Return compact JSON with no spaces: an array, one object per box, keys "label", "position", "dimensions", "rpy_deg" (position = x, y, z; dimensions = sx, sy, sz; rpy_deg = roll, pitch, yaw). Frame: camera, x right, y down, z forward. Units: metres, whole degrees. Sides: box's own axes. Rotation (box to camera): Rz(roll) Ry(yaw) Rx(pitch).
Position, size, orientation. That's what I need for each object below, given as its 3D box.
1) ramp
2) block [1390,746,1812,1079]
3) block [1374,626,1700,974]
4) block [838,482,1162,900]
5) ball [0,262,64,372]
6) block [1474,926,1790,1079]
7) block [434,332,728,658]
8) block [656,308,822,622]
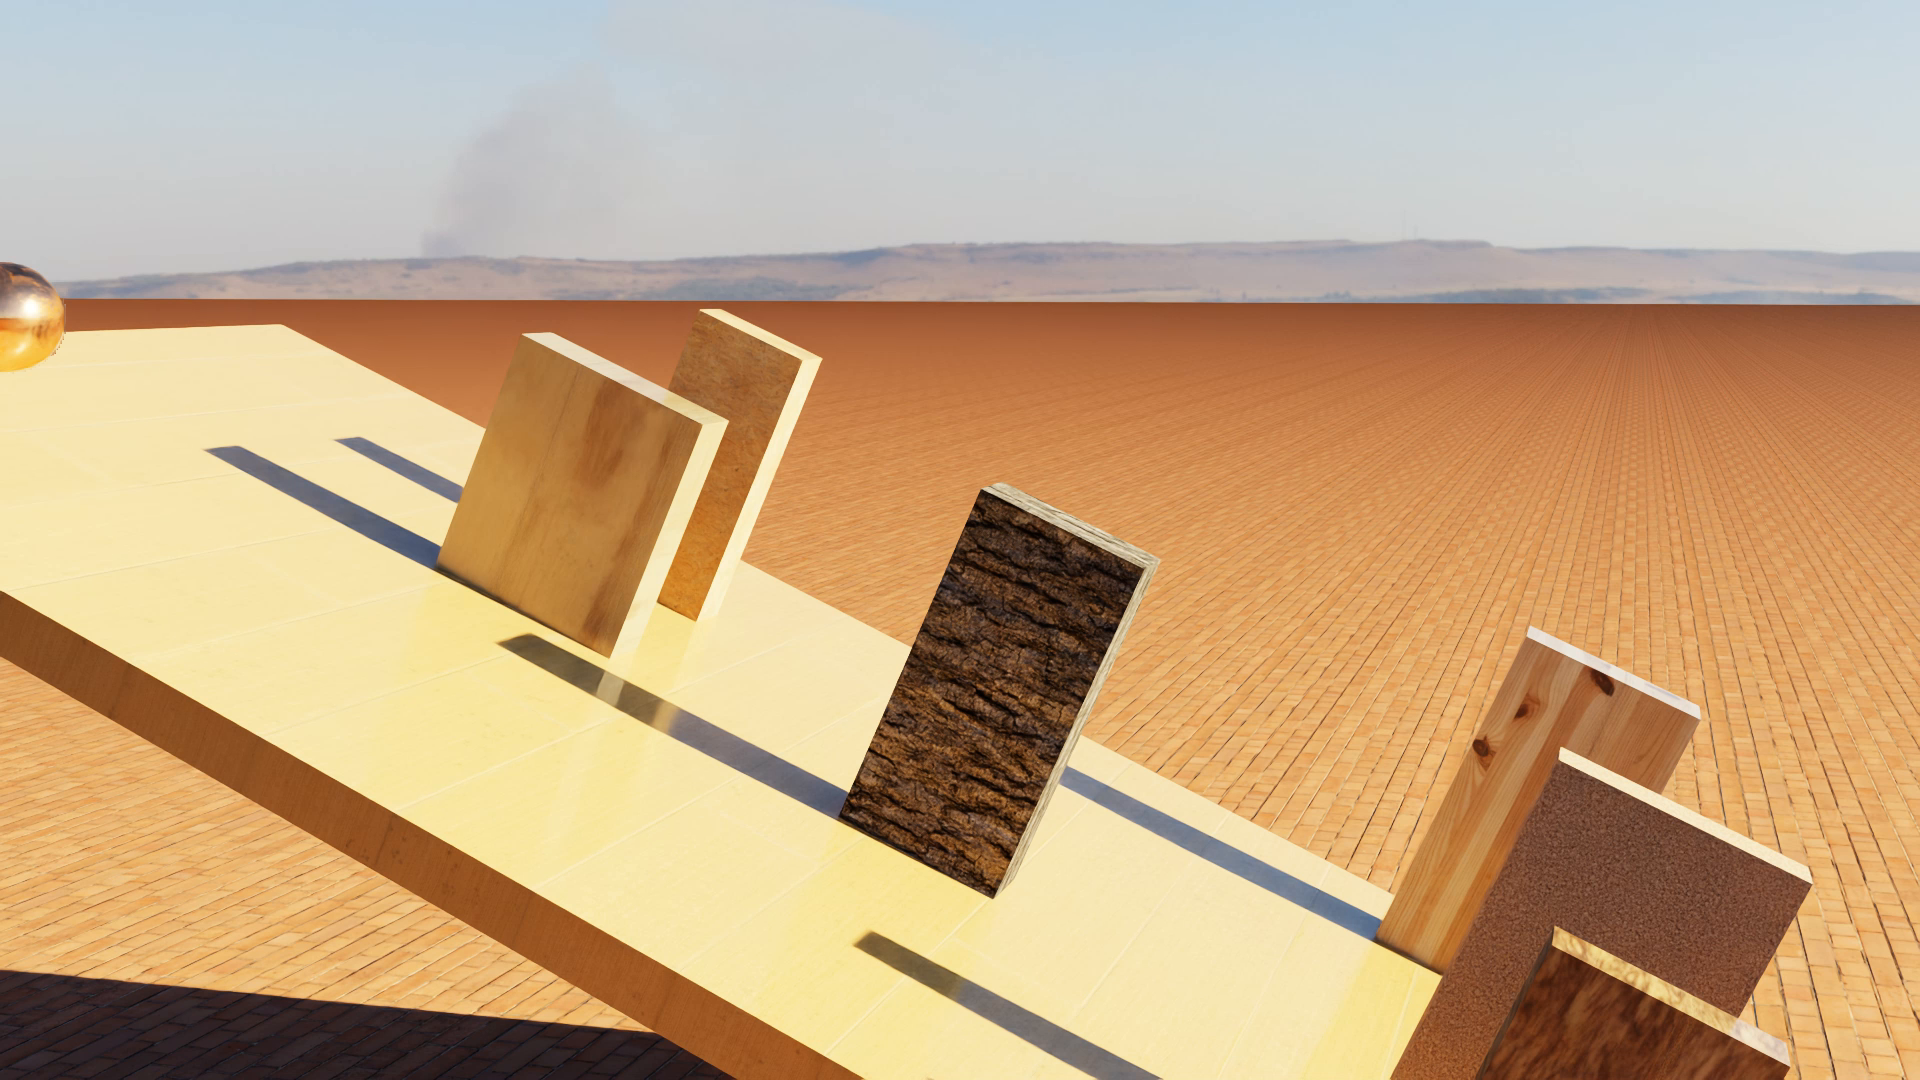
[{"label":"ramp","position":[-0.280,0.484,4.179],"dimensions":[4.000,0.100,2.000],"rpy_deg":[26,13,13]},{"label":"block","position":[0.906,0.741,3.292],"dimensions":[0.387,0.766,0.093],"rpy_deg":[26,13,13]},{"label":"block","position":[1.177,0.581,4.505],"dimensions":[0.368,0.710,0.143],"rpy_deg":[26,13,13]},{"label":"block","position":[0.068,0.268,3.946],"dimensions":[0.320,0.663,0.139],"rpy_deg":[26,13,13]},{"label":"ball","position":[-1.814,-0.424,4.181],"dimensions":[0.208,0.208,0.208],"rpy_deg":[0,7,0]},{"label":"block","position":[0.807,0.869,2.943],"dimensions":[0.325,0.618,0.091],"rpy_deg":[26,13,13]},{"label":"block","position":[-0.745,-0.090,4.316],"dimensions":[0.414,0.503,0.123],"rpy_deg":[26,13,13]},{"label":"block","position":[-0.538,-0.160,4.701],"dimensions":[0.254,0.613,0.112],"rpy_deg":[26,13,13]}]
